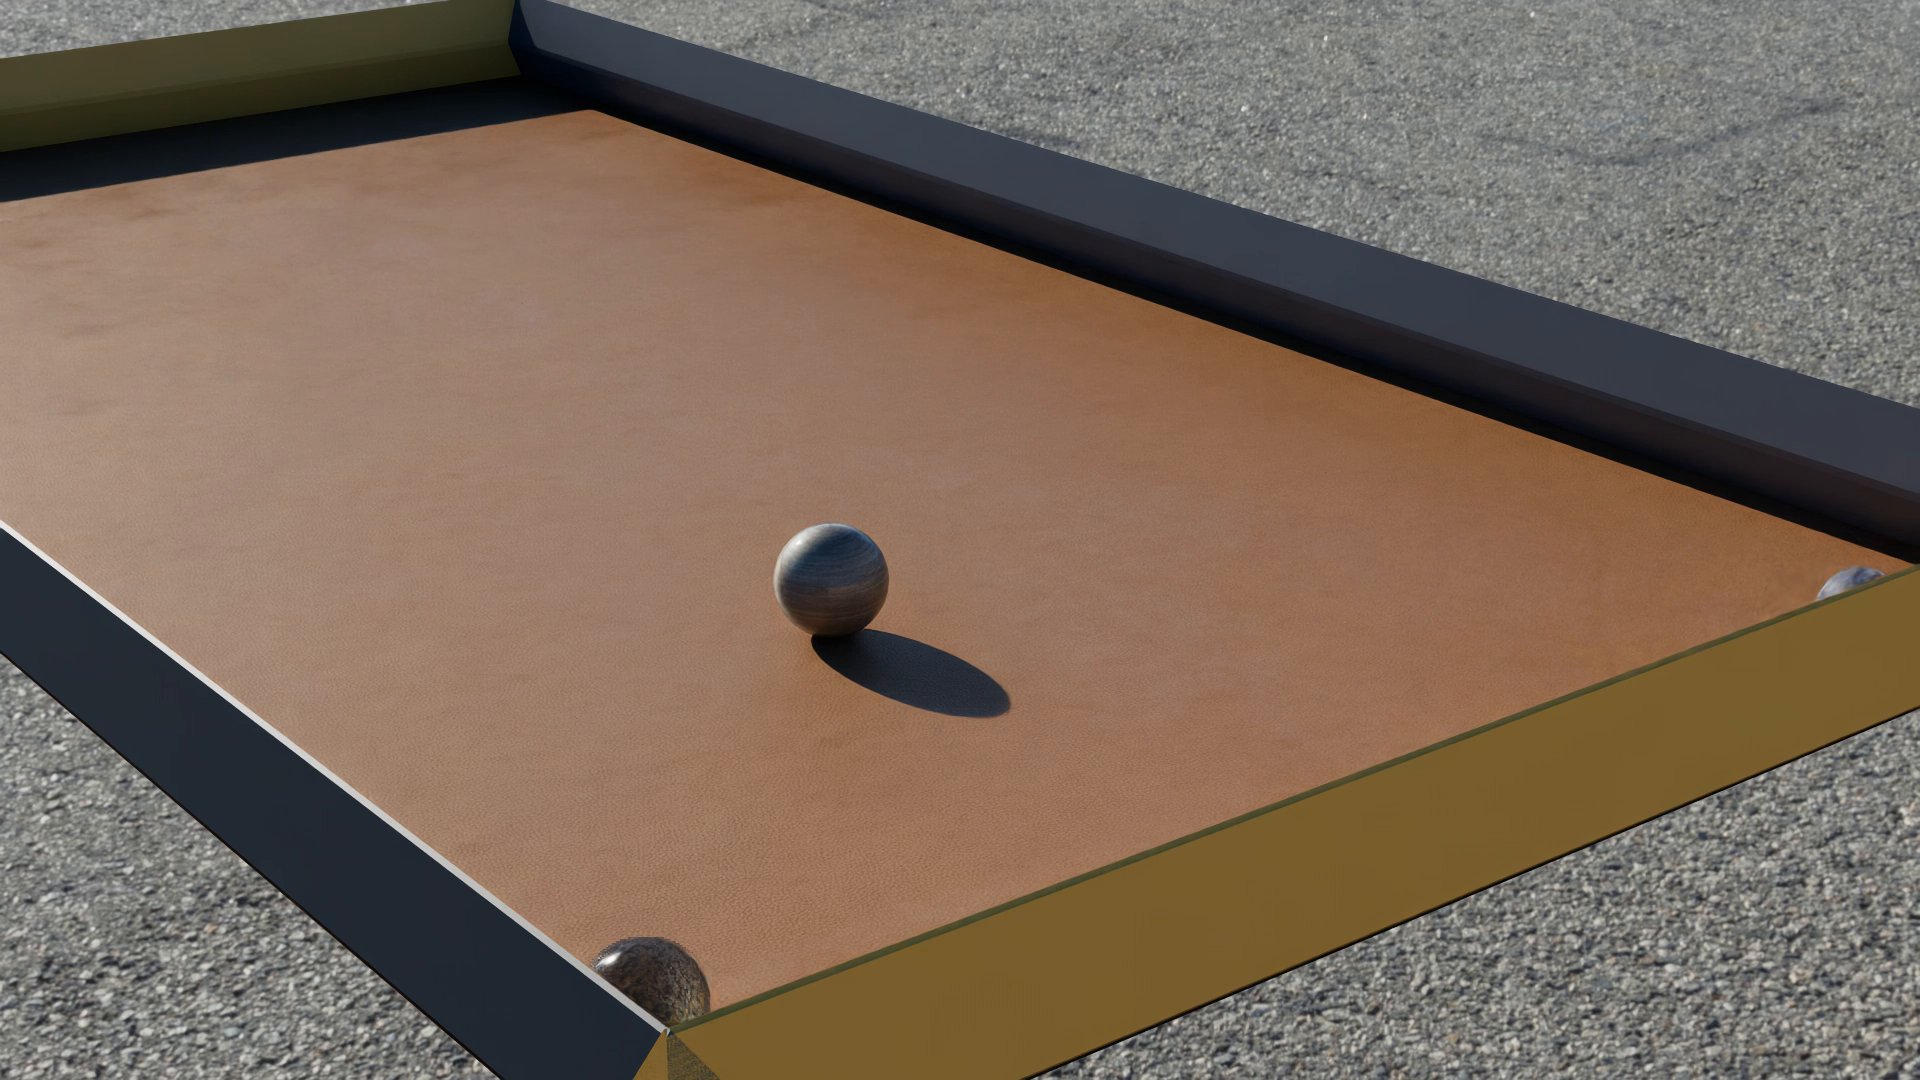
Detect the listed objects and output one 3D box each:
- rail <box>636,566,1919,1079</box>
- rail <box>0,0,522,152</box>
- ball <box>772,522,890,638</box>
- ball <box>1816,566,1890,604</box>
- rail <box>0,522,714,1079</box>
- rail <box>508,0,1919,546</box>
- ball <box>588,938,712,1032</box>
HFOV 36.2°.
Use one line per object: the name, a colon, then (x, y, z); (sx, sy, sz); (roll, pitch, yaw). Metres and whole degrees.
rail: (0.402, 0.162, 2.071); (1.459, 0.126, 0.045); (-16, 26, -35)
rail: (-1.235, -0.606, 4.052); (1.459, 0.126, 0.045); (-16, 26, -35)
ball: (-0.107, 0.033, 2.445); (0.097, 0.097, 0.097); (0, 21, 0)
ball: (0.740, 0.058, 2.418); (0.071, 0.071, 0.071); (0, 21, 0)
rail: (-0.975, -0.066, 2.660); (0.045, 0.126, 2.729); (-16, 26, -35)
rail: (0.143, -0.378, 3.463); (0.045, 0.126, 2.729); (-16, 26, -35)
ball: (-0.195, 0.286, 1.813); (0.082, 0.082, 0.082); (0, 21, 0)
